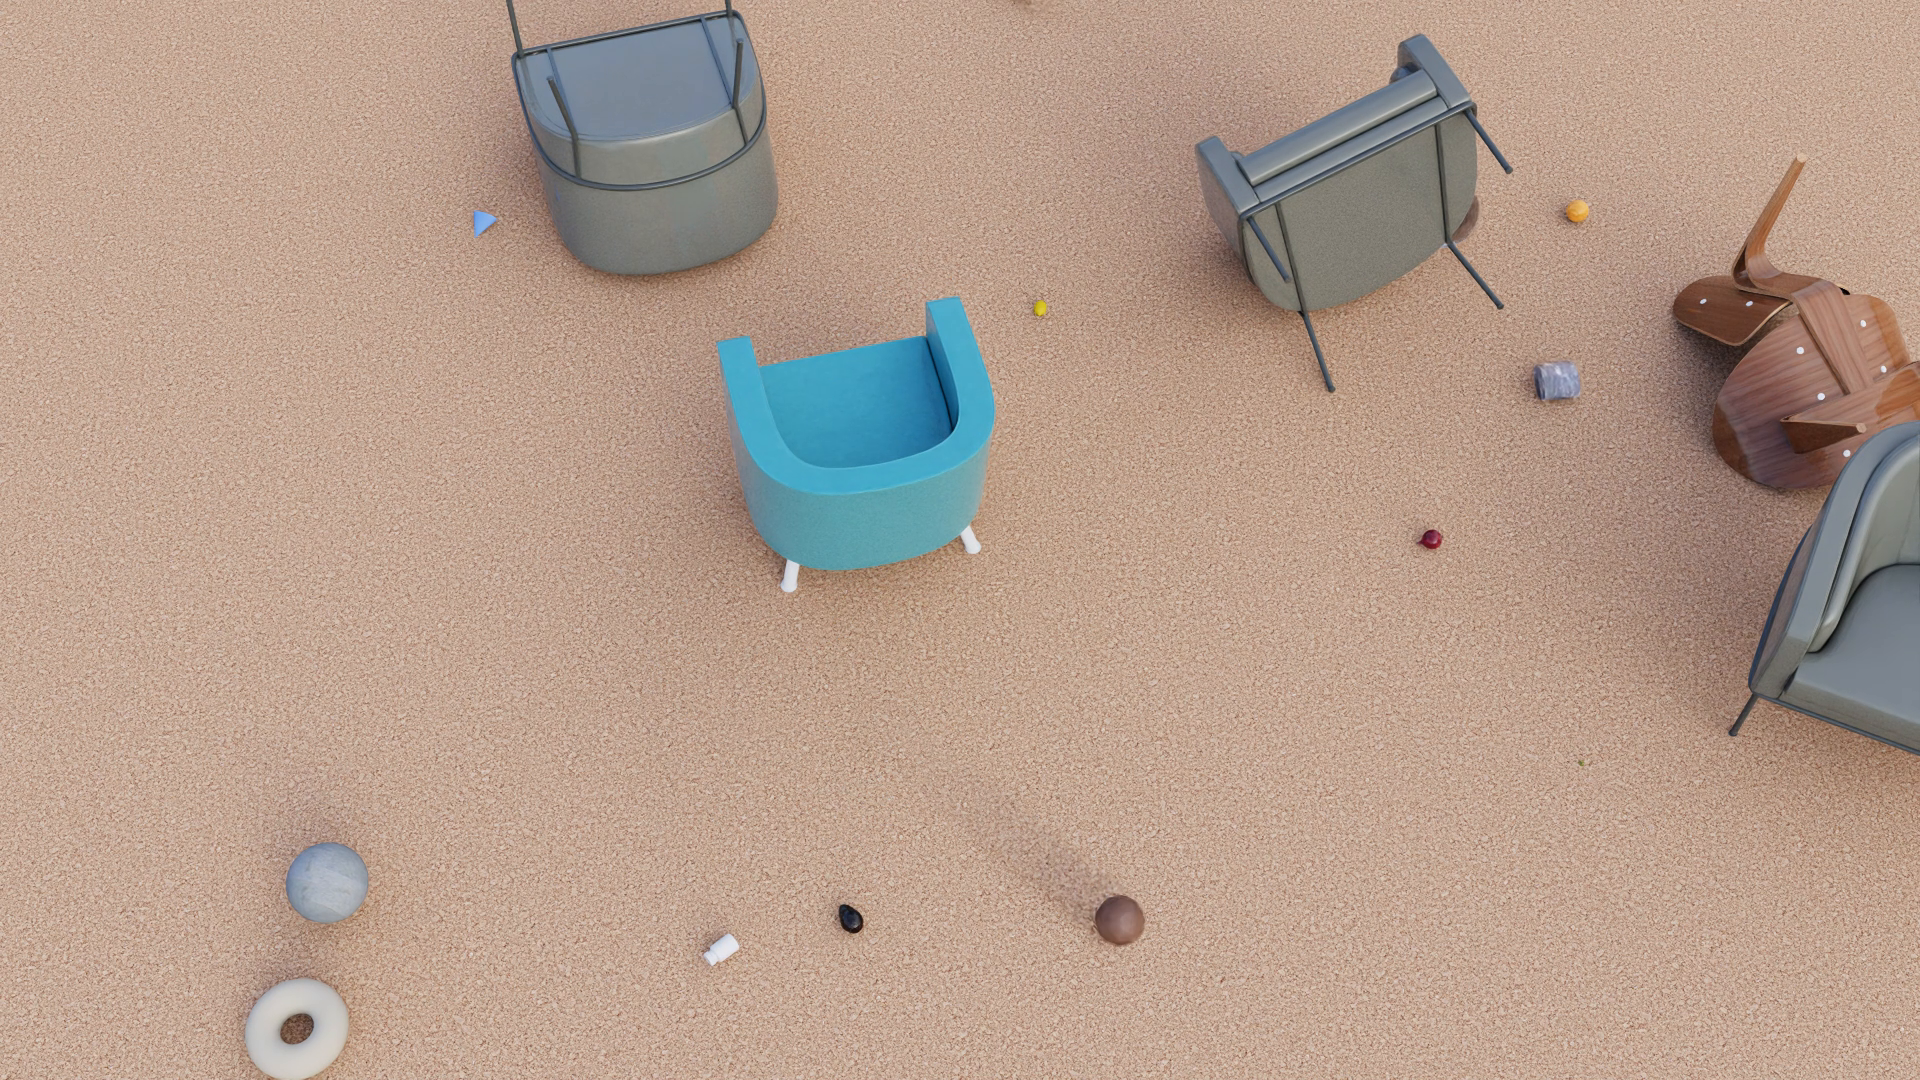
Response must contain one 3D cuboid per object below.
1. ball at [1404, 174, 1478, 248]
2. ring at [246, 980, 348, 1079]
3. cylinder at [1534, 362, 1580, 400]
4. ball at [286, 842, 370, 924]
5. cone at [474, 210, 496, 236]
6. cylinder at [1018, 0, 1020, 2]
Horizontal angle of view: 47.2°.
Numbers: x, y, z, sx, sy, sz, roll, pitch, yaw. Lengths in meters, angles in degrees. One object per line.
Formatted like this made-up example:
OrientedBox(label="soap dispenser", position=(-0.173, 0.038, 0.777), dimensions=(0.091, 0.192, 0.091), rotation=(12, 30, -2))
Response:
OrientedBox(label="ball", position=(1.564, -1.072, 7.149), dimensions=(0.239, 0.239, 0.239), rotation=(0, 56, 0))
OrientedBox(label="ring", position=(-1.710, 1.261, 5.673), dimensions=(0.264, 0.092, 0.272), rotation=(-22, 58, -13))
OrientedBox(label="cylinder", position=(1.861, -0.495, 6.857), dimensions=(0.111, 0.080, 0.121), rotation=(-6, 65, -4))
OrientedBox(label="ball", position=(-1.678, 0.910, 5.835), dimensions=(0.213, 0.213, 0.213), rotation=(0, 56, 0))
OrientedBox(label="cone", position=(-1.582, -1.033, 7.253), dimensions=(0.085, 0.049, 0.086), rotation=(18, 74, 10))
OrientedBox(label="cylinder", position=(0.214, -1.982, 7.843), dimensions=(0.146, 0.086, 0.081), rotation=(11, 52, 41))
